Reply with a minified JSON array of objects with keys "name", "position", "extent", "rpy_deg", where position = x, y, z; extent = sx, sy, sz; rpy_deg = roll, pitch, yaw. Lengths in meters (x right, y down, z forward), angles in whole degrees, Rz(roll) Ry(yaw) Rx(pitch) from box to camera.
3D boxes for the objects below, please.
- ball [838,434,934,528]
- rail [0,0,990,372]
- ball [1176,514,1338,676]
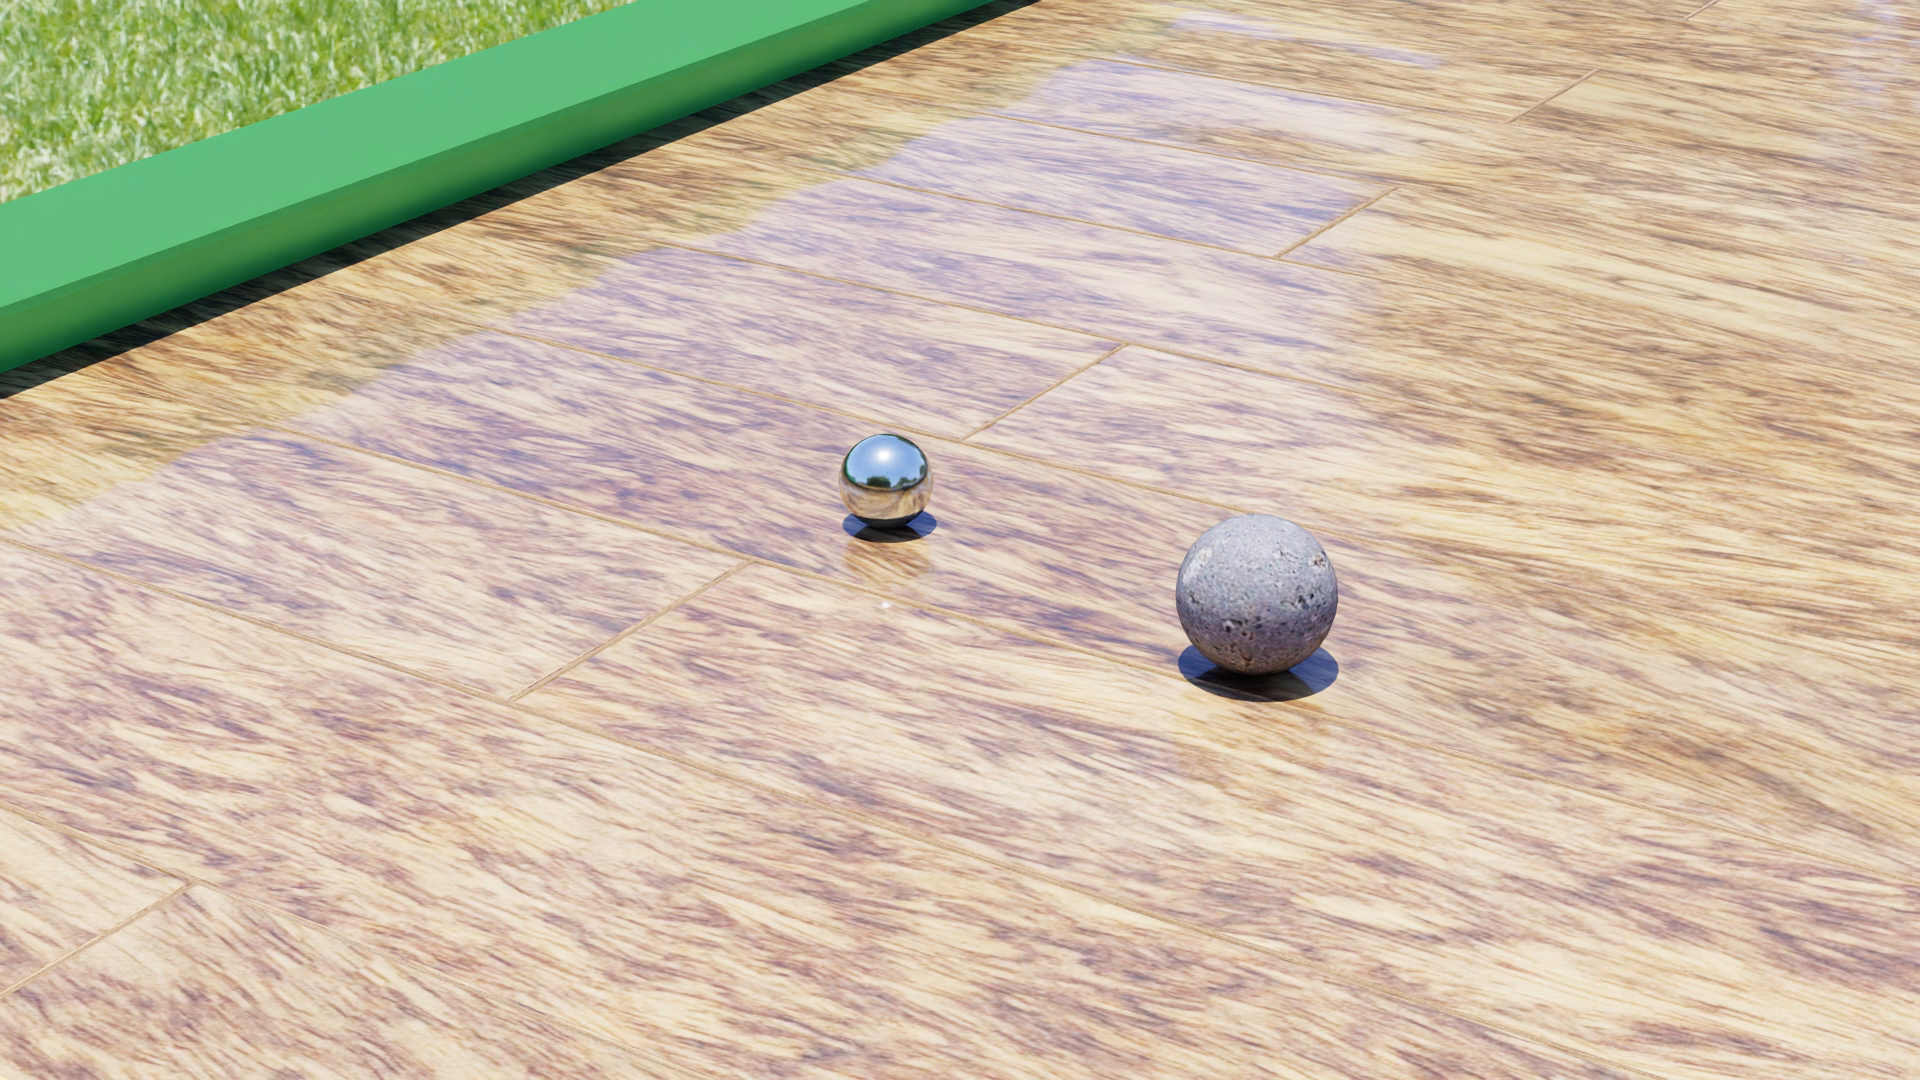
[{"name":"ball","position":[-0.050,-0.040,2.001],"extent":[0.065,0.065,0.065],"rpy_deg":[0,24,0]},{"name":"rail","position":[-0.246,-0.486,2.922],"extent":[0.045,0.129,3.304],"rpy_deg":[15,28,30]},{"name":"ball","position":[0.181,0.033,1.794],"extent":[0.099,0.099,0.099],"rpy_deg":[0,24,0]}]
